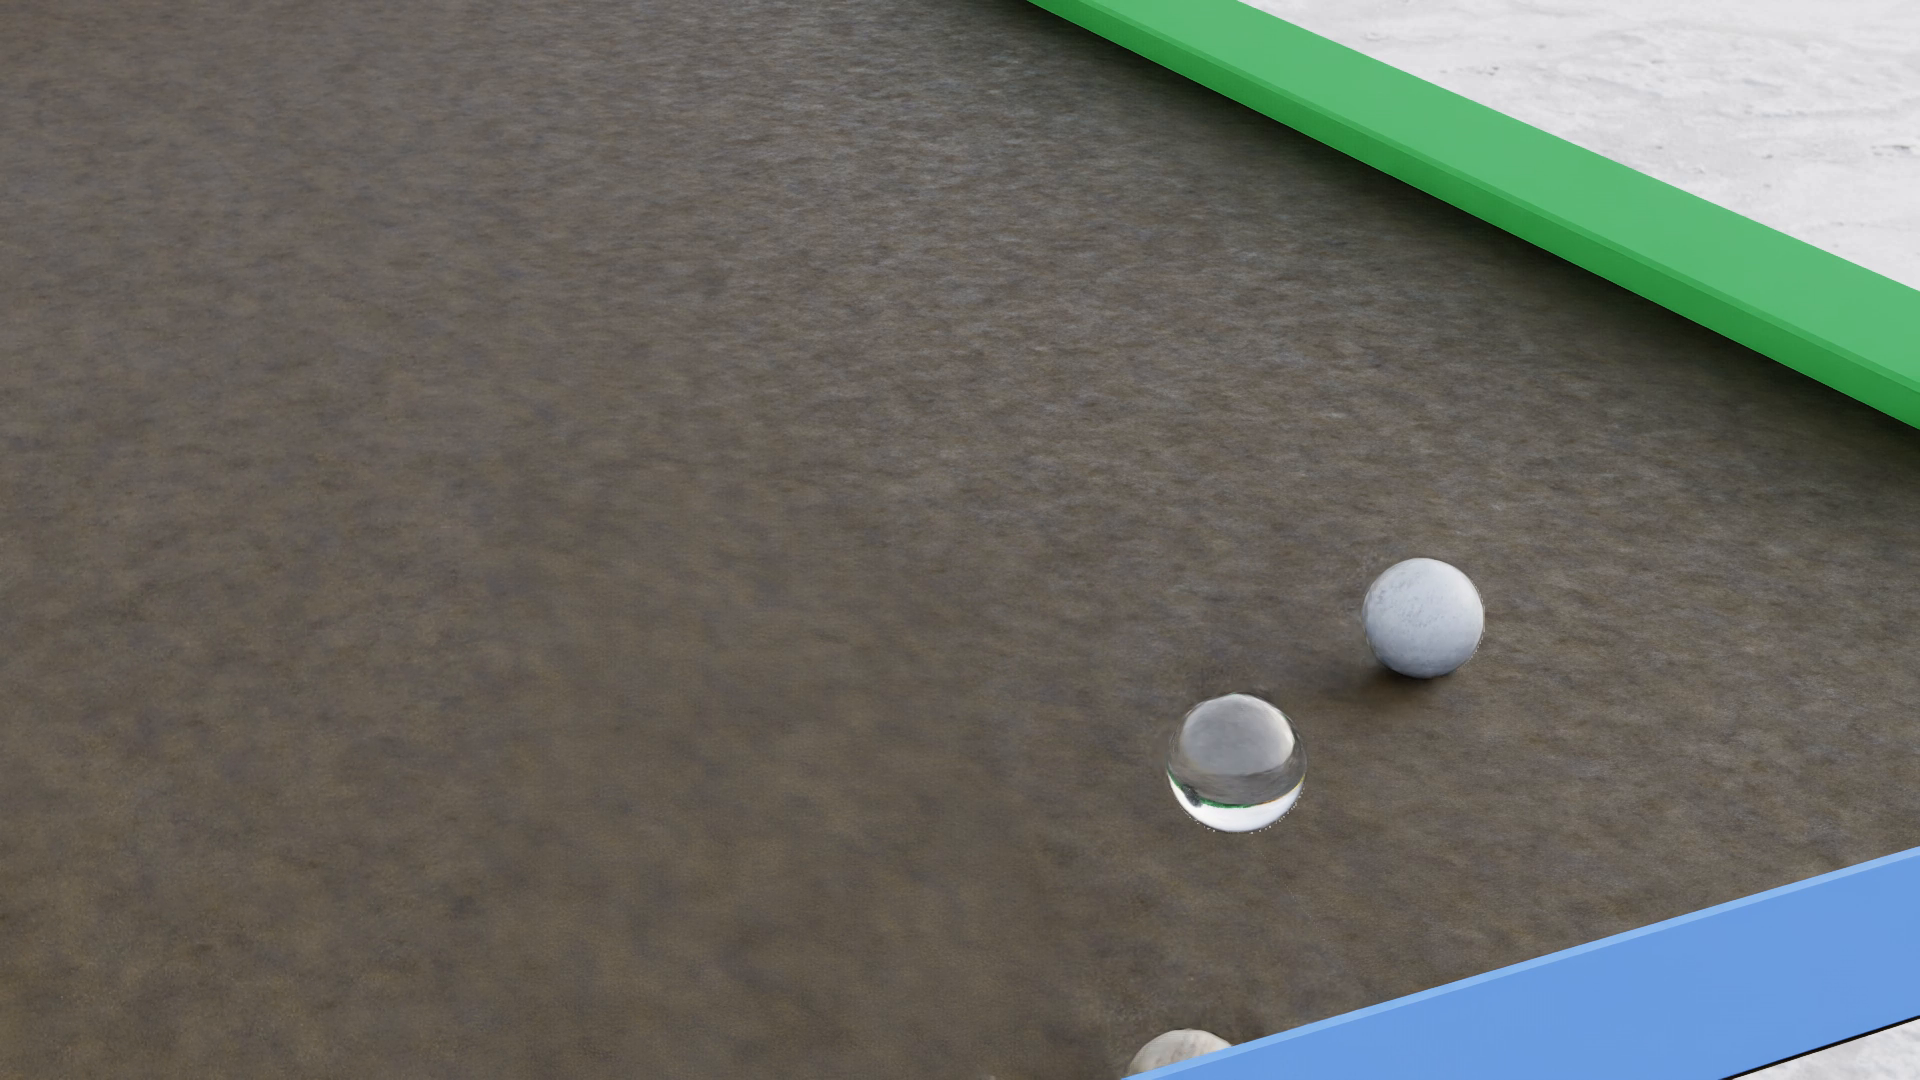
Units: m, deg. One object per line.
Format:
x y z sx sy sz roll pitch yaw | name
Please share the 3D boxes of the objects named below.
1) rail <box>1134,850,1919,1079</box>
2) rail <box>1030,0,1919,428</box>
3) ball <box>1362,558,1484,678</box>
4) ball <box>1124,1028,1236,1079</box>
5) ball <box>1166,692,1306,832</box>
0.318 0.250 1.550 1.703 0.113 0.045 -11 27 -24 | rail
0.415 -0.445 3.082 0.045 0.113 2.984 -11 27 -24 | rail
0.318 0.054 2.021 0.083 0.083 0.083 0 24 0 | ball
0.118 0.288 1.521 0.069 0.069 0.069 0 24 0 | ball
0.172 0.138 1.828 0.087 0.087 0.087 0 24 0 | ball
